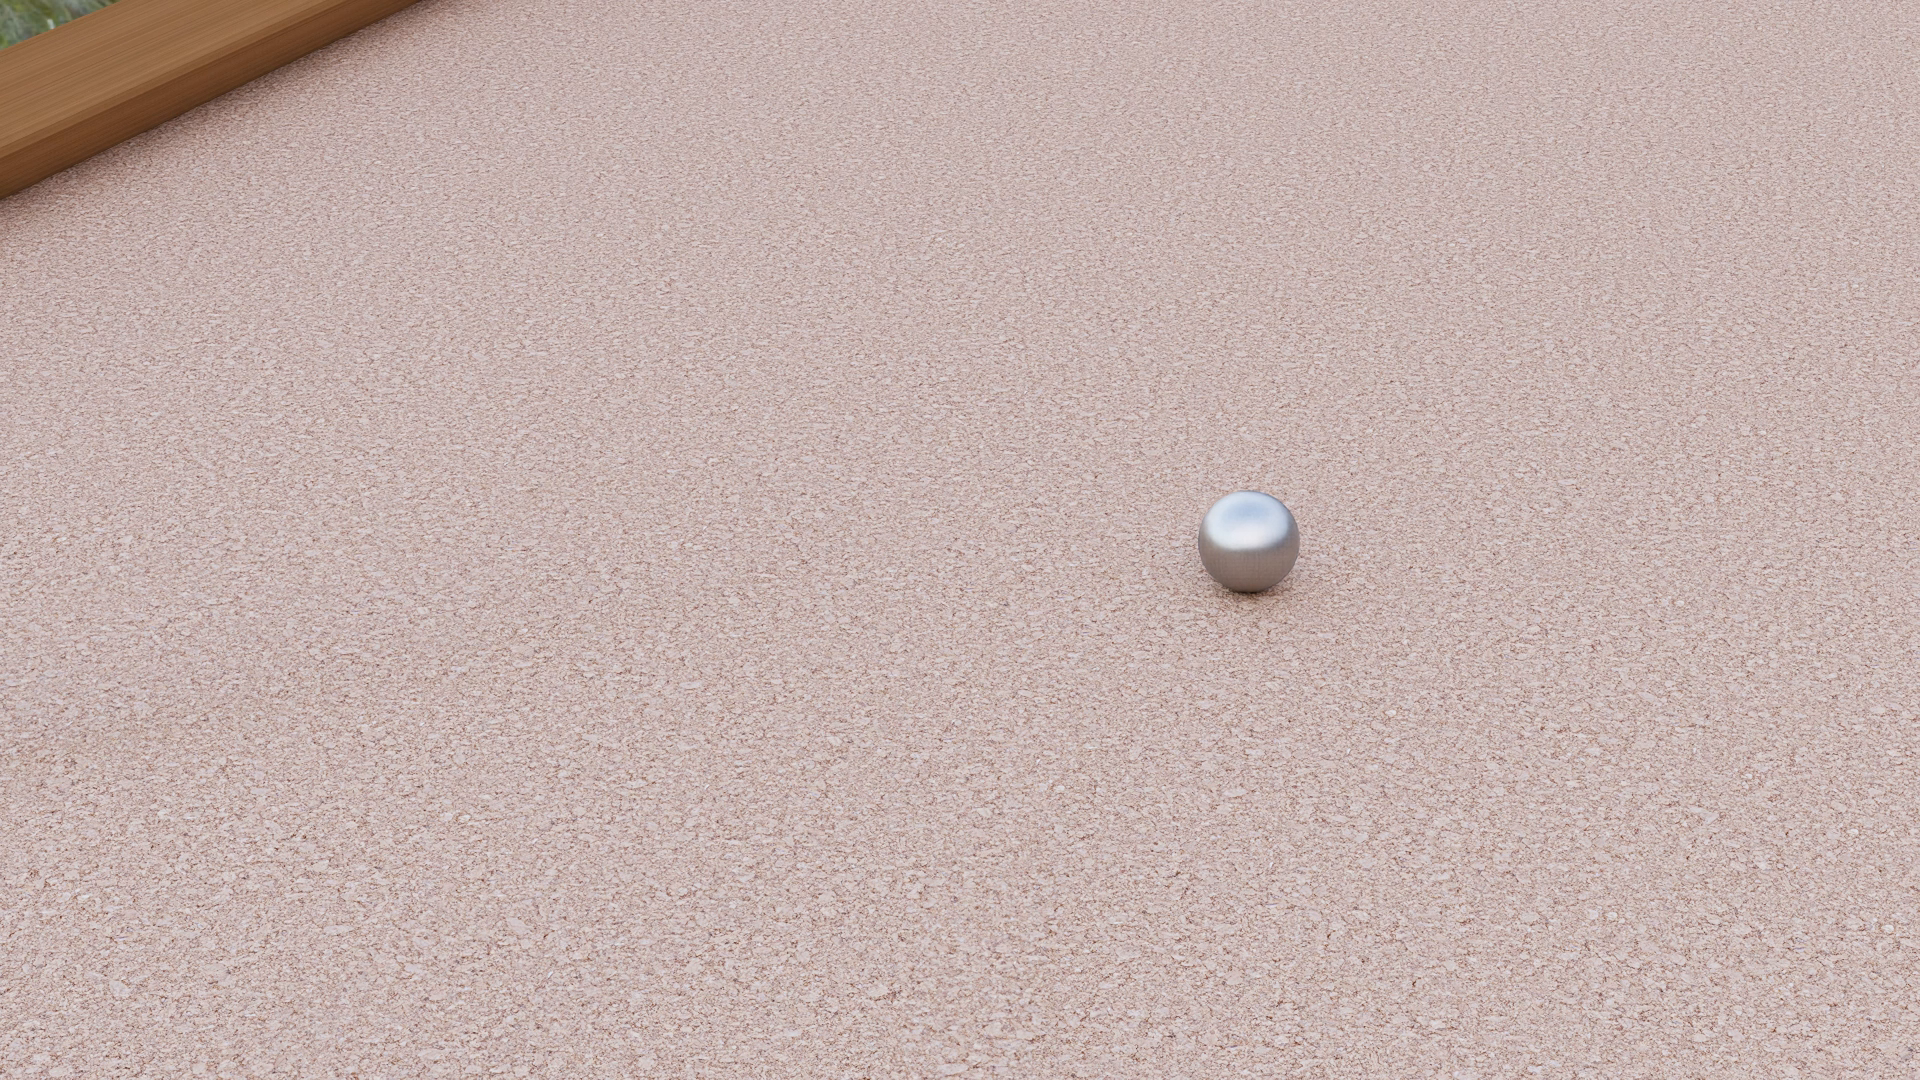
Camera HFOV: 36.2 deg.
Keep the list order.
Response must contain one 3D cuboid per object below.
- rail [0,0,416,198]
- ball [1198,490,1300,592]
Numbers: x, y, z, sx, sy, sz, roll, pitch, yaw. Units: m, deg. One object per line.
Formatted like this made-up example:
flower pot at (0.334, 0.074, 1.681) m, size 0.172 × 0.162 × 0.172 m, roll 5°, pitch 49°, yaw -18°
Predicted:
rail at (-0.509, -0.567, 2.811) m, size 0.045 × 0.115 × 3.567 m, roll 11°, pitch 29°, yaw 21°
ball at (0.173, 0.001, 1.757) m, size 0.061 × 0.061 × 0.061 m, roll 0°, pitch 27°, yaw 0°
